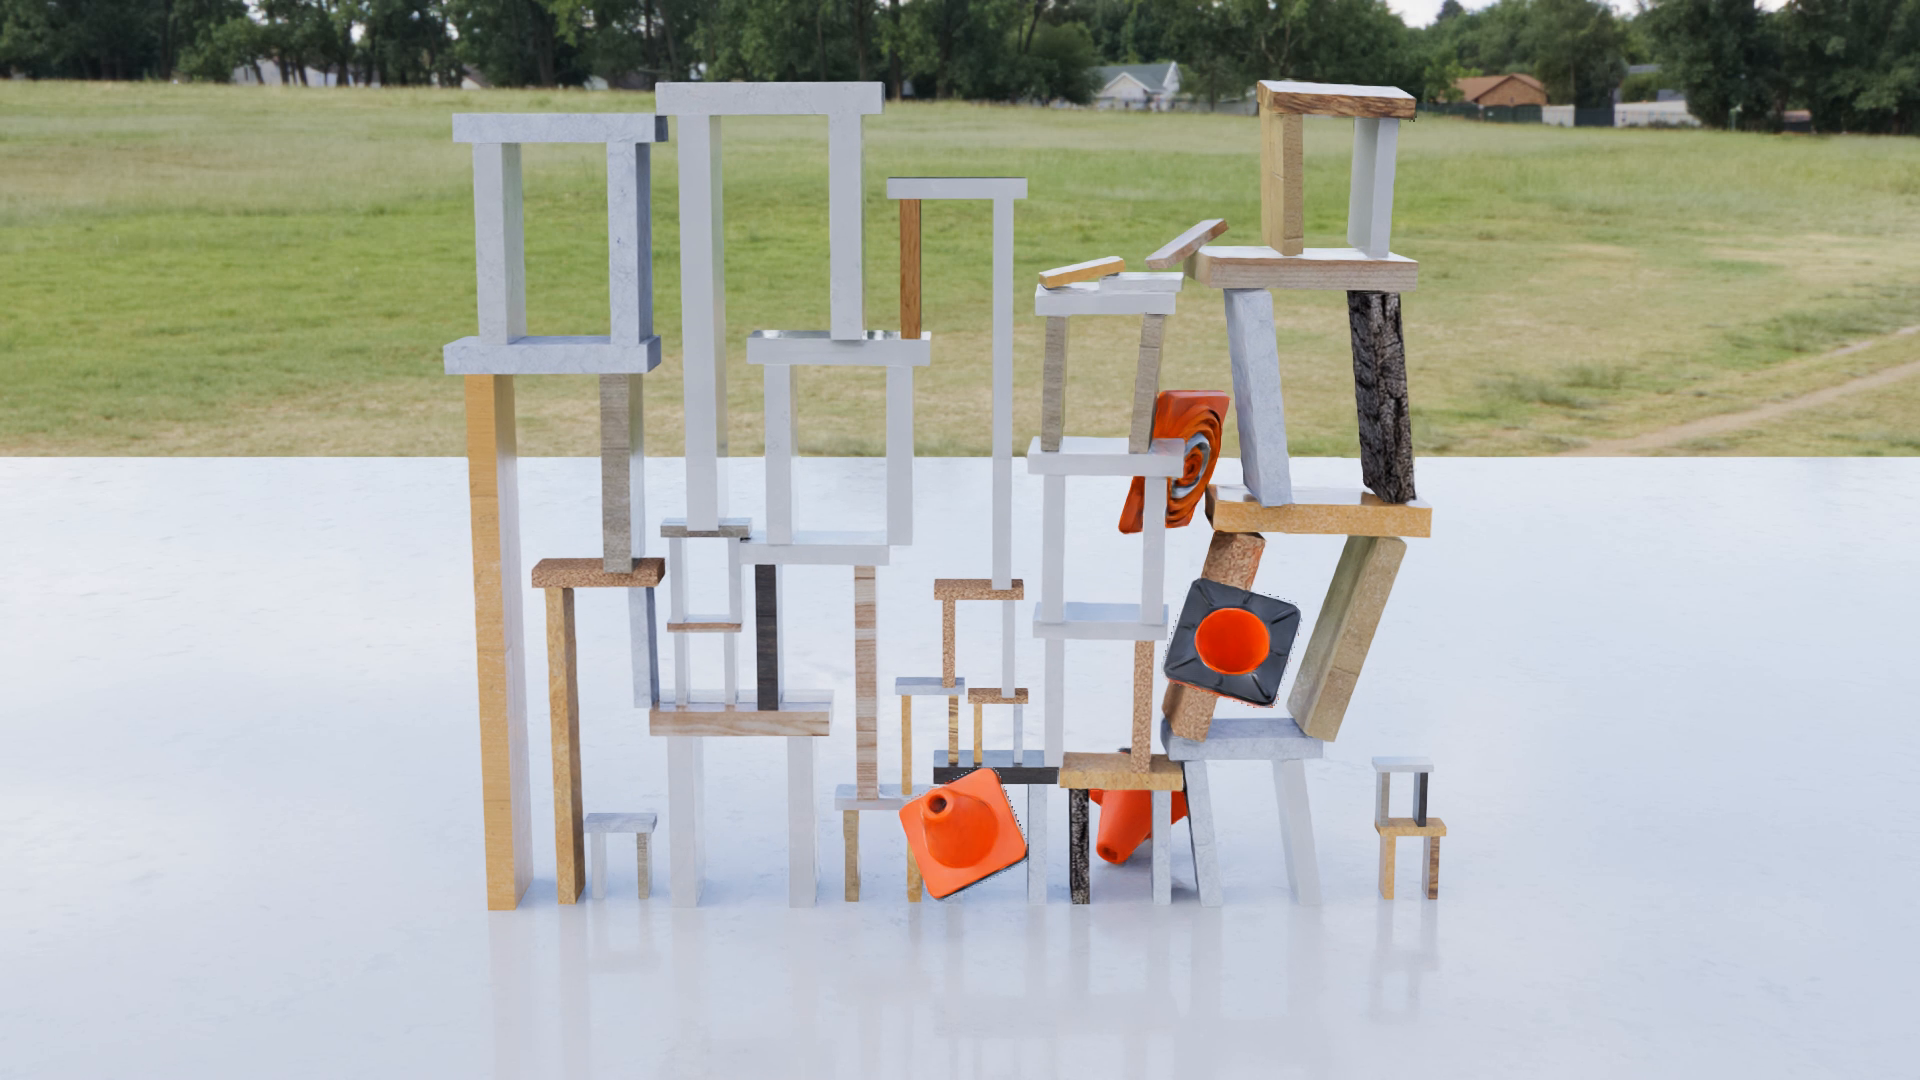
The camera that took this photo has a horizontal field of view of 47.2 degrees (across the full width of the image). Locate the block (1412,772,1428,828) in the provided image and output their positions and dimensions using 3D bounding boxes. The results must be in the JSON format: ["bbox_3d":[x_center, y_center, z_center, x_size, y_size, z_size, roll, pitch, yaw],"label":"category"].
[{"bbox_3d":[0.761,0.422,3.635,0.013,0.094,0.047,0,11,0],"label":"block"}]

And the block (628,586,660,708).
[{"bbox_3d":[-0.515,0.165,3.587,0.028,0.201,0.100,-1,11,0],"label":"block"}]

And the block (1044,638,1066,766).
[{"bbox_3d":[0.156,0.251,3.604,0.031,0.216,0.108,1,13,4],"label":"block"}]

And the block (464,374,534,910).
[{"bbox_3d":[-0.750,0.159,3.588,0.045,0.878,0.158,0,11,0],"label":"block"}]

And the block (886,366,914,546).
[{"bbox_3d":[-0.095,-0.145,3.537,0.041,0.286,0.143,0,11,0],"label":"block"}]

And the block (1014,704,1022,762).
[{"bbox_3d":[0.096,0.311,3.617,0.014,0.099,0.049,0,11,0],"label":"block"}]

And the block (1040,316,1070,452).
[{"bbox_3d":[0.150,-0.256,3.459,0.030,0.214,0.107,4,17,5],"label":"block"}]

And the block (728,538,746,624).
[{"bbox_3d":[-0.362,0.059,3.572,0.020,0.141,0.071,0,11,0],"label":"block"}]

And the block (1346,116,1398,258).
[{"bbox_3d":[0.645,-0.562,3.442,0.031,0.220,0.110,-3,21,-9],"label":"block"}]

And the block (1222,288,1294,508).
[{"bbox_3d":[0.467,-0.232,3.458,0.047,0.331,0.166,-8,15,-1],"label":"block"}]

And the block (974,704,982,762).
[{"bbox_3d":[0.029,0.311,3.617,0.014,0.099,0.050,0,11,0],"label":"block"}]

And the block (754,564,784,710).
[{"bbox_3d":[-0.310,0.147,3.584,0.034,0.238,0.119,0,11,0],"label":"block"}]

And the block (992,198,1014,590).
[{"bbox_3d":[0.067,-0.235,3.517,0.031,0.619,0.108,0,11,0],"label":"block"}]

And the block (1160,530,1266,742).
[{"bbox_3d":[0.410,0.141,3.576,0.048,0.342,0.171,15,10,-5],"label":"block"}]

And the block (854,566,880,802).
[{"bbox_3d":[-0.151,0.222,3.598,0.034,0.392,0.119,0,11,0],"label":"block"}]

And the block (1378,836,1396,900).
[{"bbox_3d":[0.710,0.537,3.658,0.015,0.109,0.054,0,11,0],"label":"block"}]

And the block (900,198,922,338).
[{"bbox_3d":[-0.078,-0.432,3.479,0.031,0.217,0.108,0,11,0],"label":"block"}]

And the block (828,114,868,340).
[{"bbox_3d":[-0.176,-0.496,3.470,0.049,0.344,0.172,0,11,0],"label":"block"}]

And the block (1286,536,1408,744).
[{"bbox_3d":[0.627,0.144,3.586,0.048,0.342,0.171,18,9,-6],"label":"block"}]

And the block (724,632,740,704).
[{"bbox_3d":[-0.374,0.204,3.601,0.017,0.121,0.060,0,11,0],"label":"block"}]

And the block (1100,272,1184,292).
[{"bbox_3d":[0.284,-0.402,3.420,0.126,0.018,0.063,1,17,10],"label":"block"}]

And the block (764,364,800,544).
[{"bbox_3d":[-0.286,-0.147,3.537,0.041,0.286,0.143,0,11,0],"label":"block"}]

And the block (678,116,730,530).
[{"bbox_3d":[-0.407,-0.347,3.497,0.049,0.644,0.172,0,11,0],"label":"block"}]

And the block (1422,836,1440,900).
[{"bbox_3d":[0.783,0.537,3.658,0.015,0.109,0.054,0,11,0],"label":"block"}]

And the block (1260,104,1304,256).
[{"bbox_3d":[0.499,-0.561,3.412,0.031,0.220,0.110,-8,22,-9],"label":"block"}]

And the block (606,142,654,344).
[{"bbox_3d":[-0.519,-0.471,3.469,0.044,0.309,0.154,1,11,0],"label":"block"}]

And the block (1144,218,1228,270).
[{"bbox_3d":[0.356,-0.466,3.462,0.126,0.018,0.063,-35,19,-19],"label":"block"}]

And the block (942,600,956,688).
[{"bbox_3d":[-0.018,0.162,3.587,0.021,0.145,0.072,0,11,0],"label":"block"}]

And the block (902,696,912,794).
[{"bbox_3d":[-0.087,0.330,3.625,0.016,0.169,0.057,0,11,0],"label":"block"}]

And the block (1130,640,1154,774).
[{"bbox_3d":[0.299,0.257,3.589,0.031,0.223,0.108,2,15,6],"label":"block"}]

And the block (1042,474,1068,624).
[{"bbox_3d":[0.153,-0.001,3.533,0.034,0.243,0.121,2,15,5],"label":"block"}]

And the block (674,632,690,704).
[{"bbox_3d":[-0.455,0.204,3.601,0.017,0.121,0.060,0,11,0],"label":"block"}]

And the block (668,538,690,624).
[{"bbox_3d":[-0.456,0.059,3.572,0.020,0.141,0.071,0,11,0],"label":"block"}]

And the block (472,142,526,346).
[{"bbox_3d":[-0.725,-0.470,3.469,0.044,0.309,0.154,1,11,0],"label":"block"}]

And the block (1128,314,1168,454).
[{"bbox_3d":[0.294,-0.252,3.435,0.030,0.214,0.107,8,18,8],"label":"block"}]

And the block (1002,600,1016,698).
[{"bbox_3d":[0.079,0.170,3.588,0.021,0.161,0.072,0,10,0],"label":"block"}]

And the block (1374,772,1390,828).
[{"bbox_3d":[0.698,0.422,3.635,0.013,0.094,0.047,0,11,0],"label":"block"}]

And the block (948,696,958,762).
[{"bbox_3d":[-0.011,0.303,3.620,0.016,0.113,0.057,0,11,0],"label":"block"}]

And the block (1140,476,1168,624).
[{"bbox_3d":[0.311,0.000,3.521,0.034,0.243,0.122,2,15,5],"label":"block"}]

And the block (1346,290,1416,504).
[{"bbox_3d":[0.674,-0.238,3.518,0.047,0.331,0.166,-8,13,-1],"label":"block"}]

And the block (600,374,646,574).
[{"bbox_3d":[-0.541,-0.118,3.533,0.045,0.317,0.158,1,11,0],"label":"block"}]
